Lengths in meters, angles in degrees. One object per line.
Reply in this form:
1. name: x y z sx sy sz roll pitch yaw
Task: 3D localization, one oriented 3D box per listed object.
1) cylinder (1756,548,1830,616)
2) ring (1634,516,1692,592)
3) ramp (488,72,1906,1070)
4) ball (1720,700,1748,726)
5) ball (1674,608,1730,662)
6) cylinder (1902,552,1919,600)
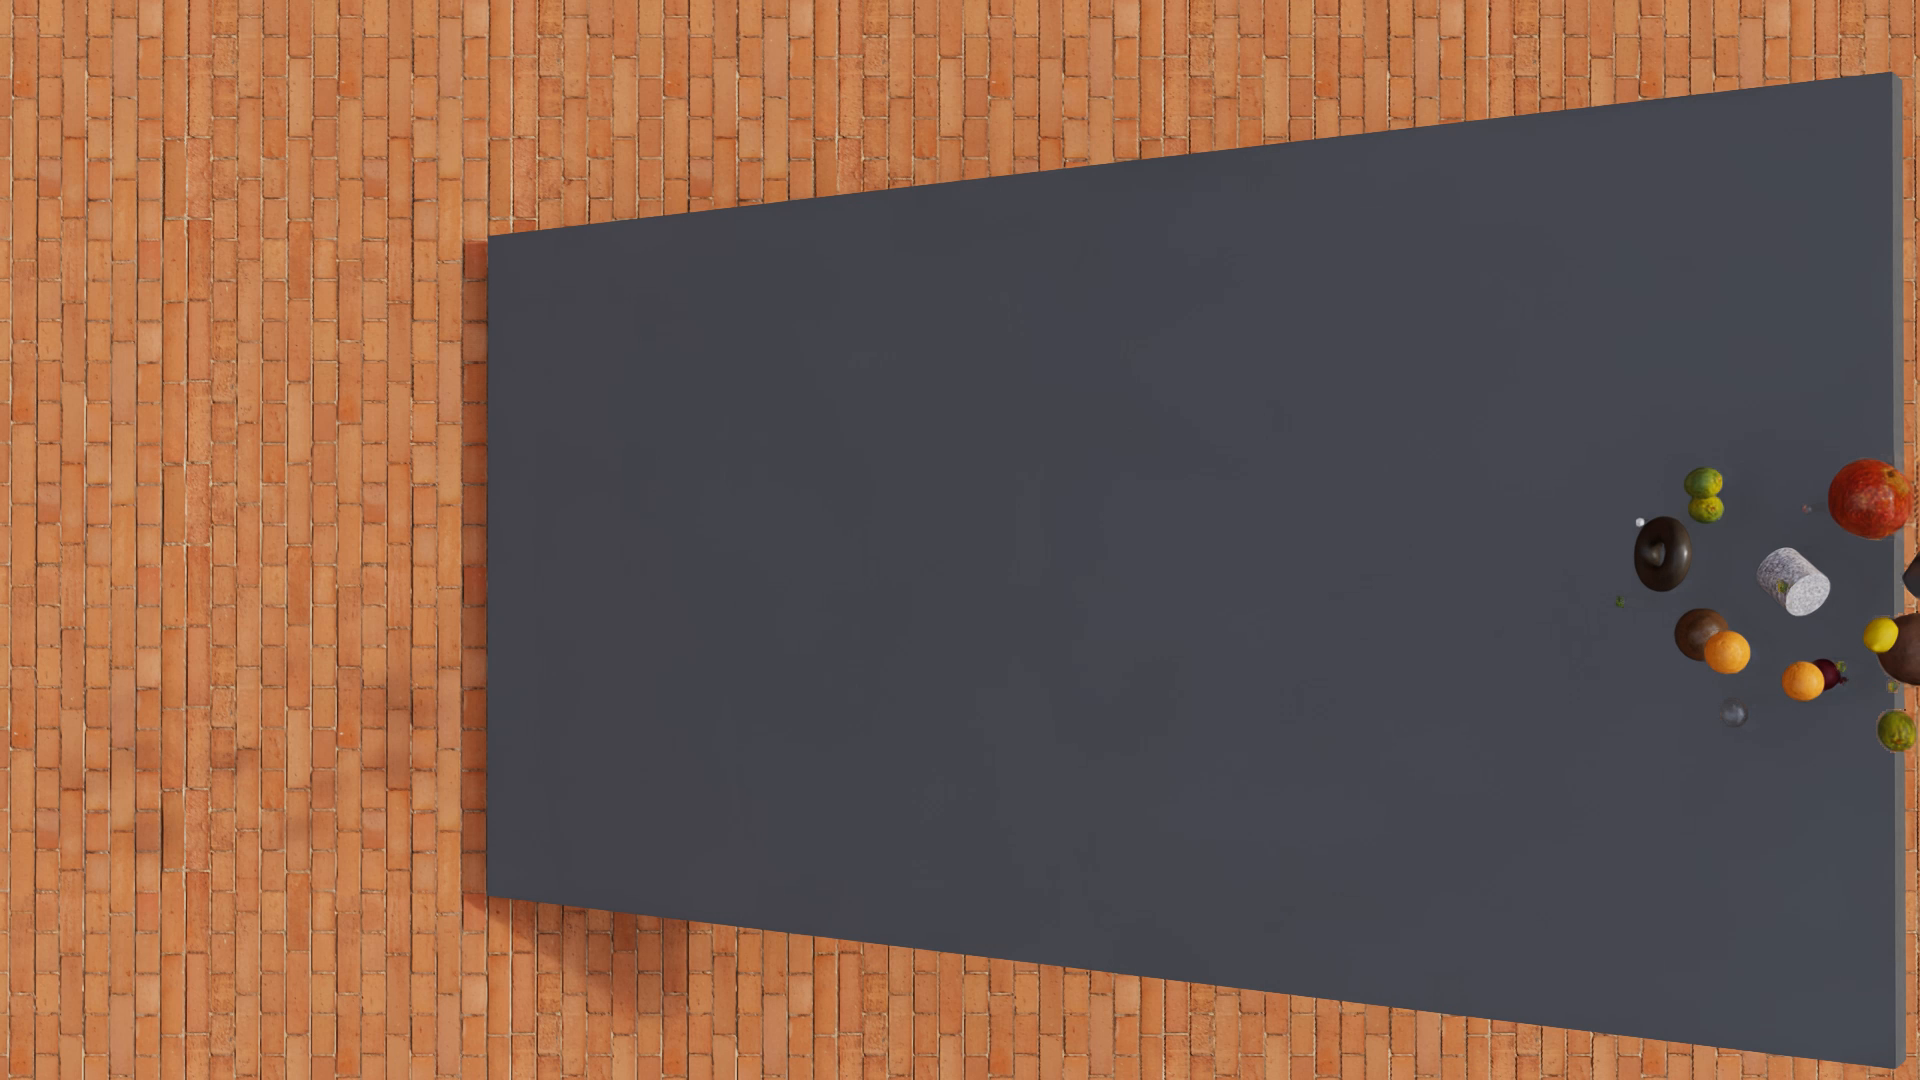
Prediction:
1. cylinder: 1.577 0.079 4.163 0.094 0.094 0.094 -9 123 -14
2. ring: 1.365 0.027 4.271 0.049 0.148 0.148 5 90 -19
3. ramp: 0.249 0.069 5.577 4.000 0.100 2.000 0 89 34
4. ball: 1.526 0.341 4.334 0.053 0.053 0.053 0 90 0
5. ball: 1.325 0.169 3.927 0.096 0.096 0.096 0 90 0
6. cylinder: 1.278 0.038 2.864 0.069 0.069 0.069 15 132 0
